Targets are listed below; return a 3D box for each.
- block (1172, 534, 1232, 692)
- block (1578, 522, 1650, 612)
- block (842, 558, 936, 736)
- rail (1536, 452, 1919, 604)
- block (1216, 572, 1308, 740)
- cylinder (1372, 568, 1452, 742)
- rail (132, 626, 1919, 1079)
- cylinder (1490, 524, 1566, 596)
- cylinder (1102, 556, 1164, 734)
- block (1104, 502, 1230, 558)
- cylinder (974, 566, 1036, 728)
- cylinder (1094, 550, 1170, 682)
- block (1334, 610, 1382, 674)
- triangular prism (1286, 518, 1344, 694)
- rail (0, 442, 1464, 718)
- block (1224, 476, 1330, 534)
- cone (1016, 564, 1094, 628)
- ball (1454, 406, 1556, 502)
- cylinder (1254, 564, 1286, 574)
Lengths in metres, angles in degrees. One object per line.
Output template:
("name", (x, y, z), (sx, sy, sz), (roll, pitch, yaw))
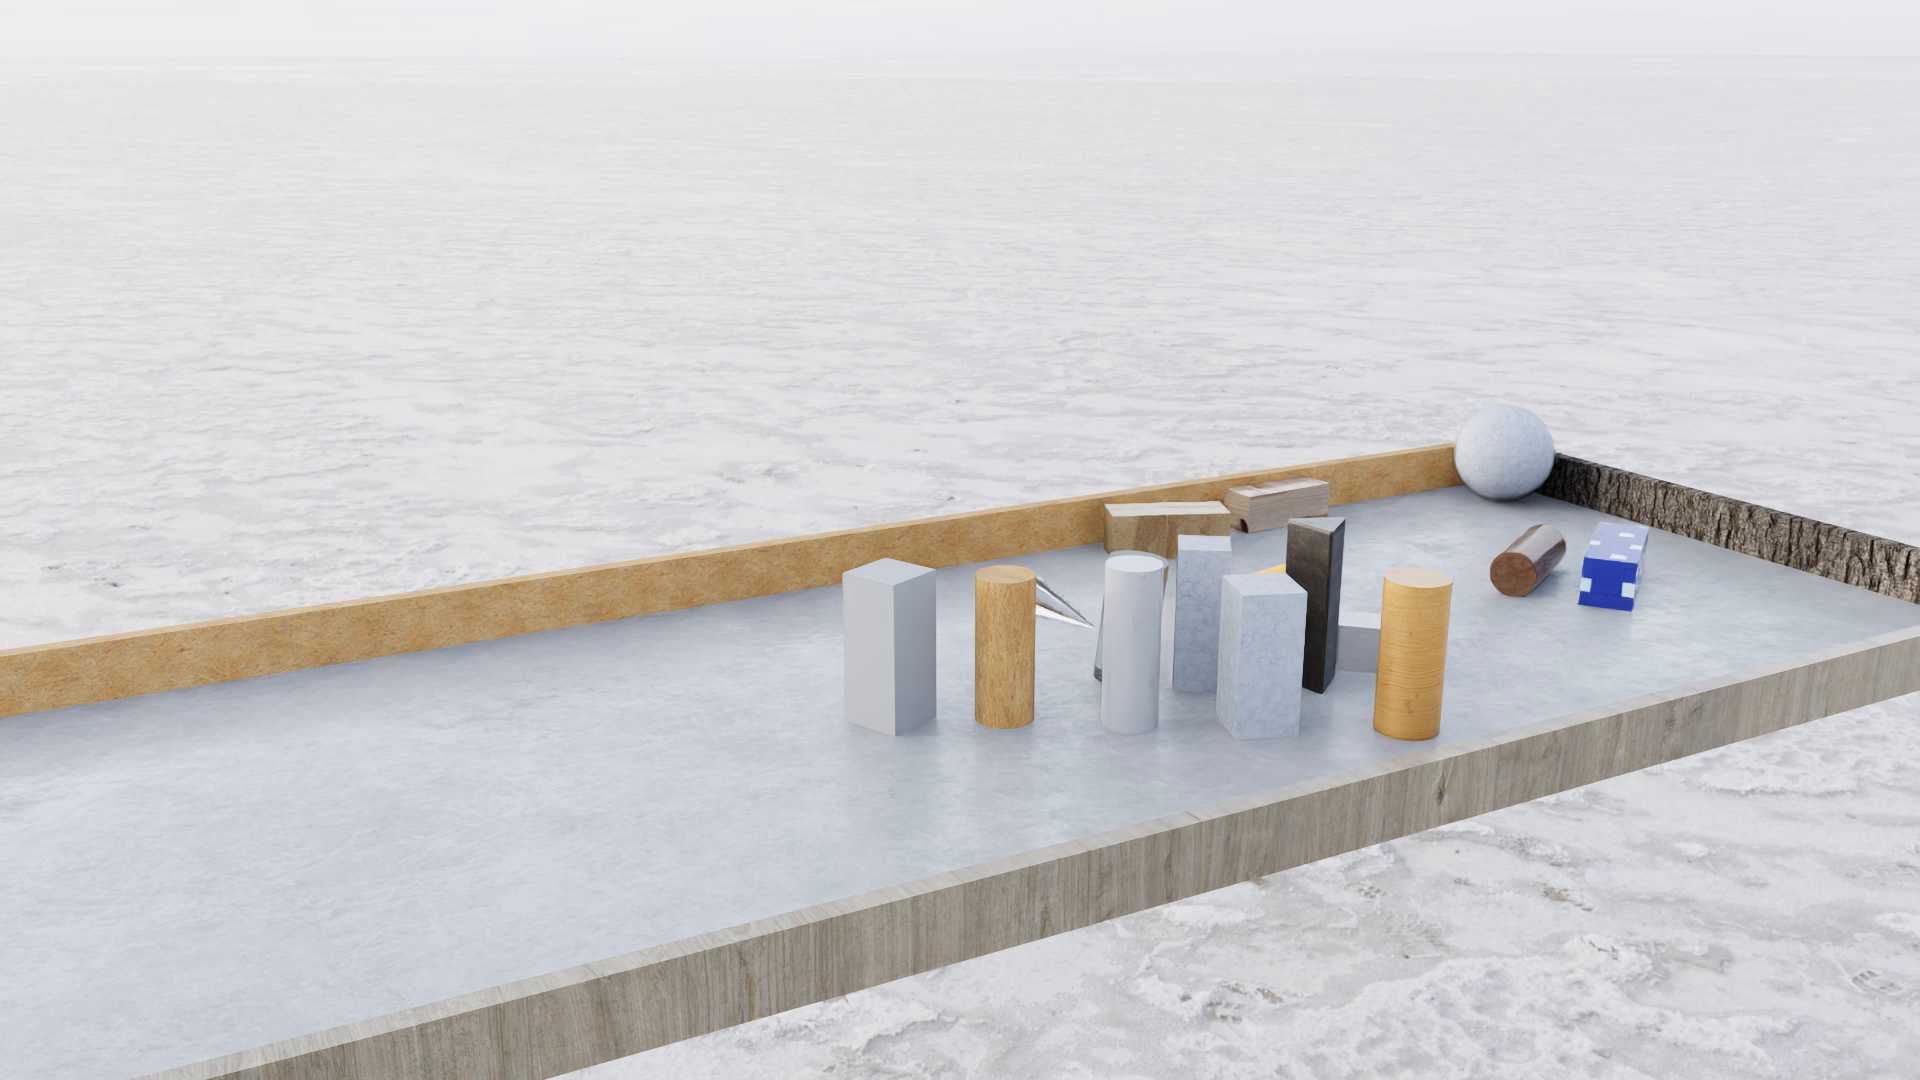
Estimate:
("block", (0.598, 0.182, 4.086), (0.127, 0.366, 0.127), (2, 16, 7))
("block", (1.925, 0.074, 4.850), (0.143, 0.143, 0.411), (8, 18, 25))
("block", (-0.163, 0.248, 3.862), (0.153, 0.367, 0.153), (12, 20, 36))
("rail", (2.466, -0.048, 5.253), (0.050, 0.150, 2.100), (-9, 18, -27))
("block", (0.697, 0.267, 3.828), (0.152, 0.348, 0.152), (-2, 17, -8))
("cylinder", (1.043, 0.263, 3.804), (0.151, 0.370, 0.151), (0, 16, 0))
("rail", (-2.336, 1.006, 1.665), (12.000, 0.150, 0.050), (-9, 18, -27))
("cylinder", (1.696, 0.058, 4.919), (0.134, 0.134, 0.350), (10, 19, 31))
("cylinder", (0.400, 0.242, 3.835), (0.134, 0.393, 0.134), (0, 16, 0))
("block", (0.651, -0.030, 5.205), (0.374, 0.143, 0.143), (-2, 16, -5))
("cylinder", (0.106, 0.250, 3.870), (0.141, 0.357, 0.141), (0, 16, 0))
("cylinder", (0.425, 0.197, 4.106), (0.150, 0.313, 0.150), (5, 17, -2))
("block", (1.012, 0.260, 4.256), (0.449, 0.120, 0.120), (5, 17, 16))
("triangular prism", (0.899, 0.154, 4.093), (0.122, 0.416, 0.141), (-11, 20, -34))
("rail", (-3.305, 0.497, 3.399), (12.000, 0.150, 0.050), (-9, 18, -27))
("block", (1.065, -0.121, 5.545), (0.351, 0.125, 0.125), (-10, 19, -30))
("cone", (0.264, 0.186, 4.610), (0.302, 0.130, 0.130), (27, 29, 34))
("ball", (1.912, -0.305, 5.794), (0.337, 0.337, 0.337), (0, 16, 0))
("cylinder", (0.798, 0.166, 4.552), (0.377, 0.135, 0.135), (-14, 21, -39))
